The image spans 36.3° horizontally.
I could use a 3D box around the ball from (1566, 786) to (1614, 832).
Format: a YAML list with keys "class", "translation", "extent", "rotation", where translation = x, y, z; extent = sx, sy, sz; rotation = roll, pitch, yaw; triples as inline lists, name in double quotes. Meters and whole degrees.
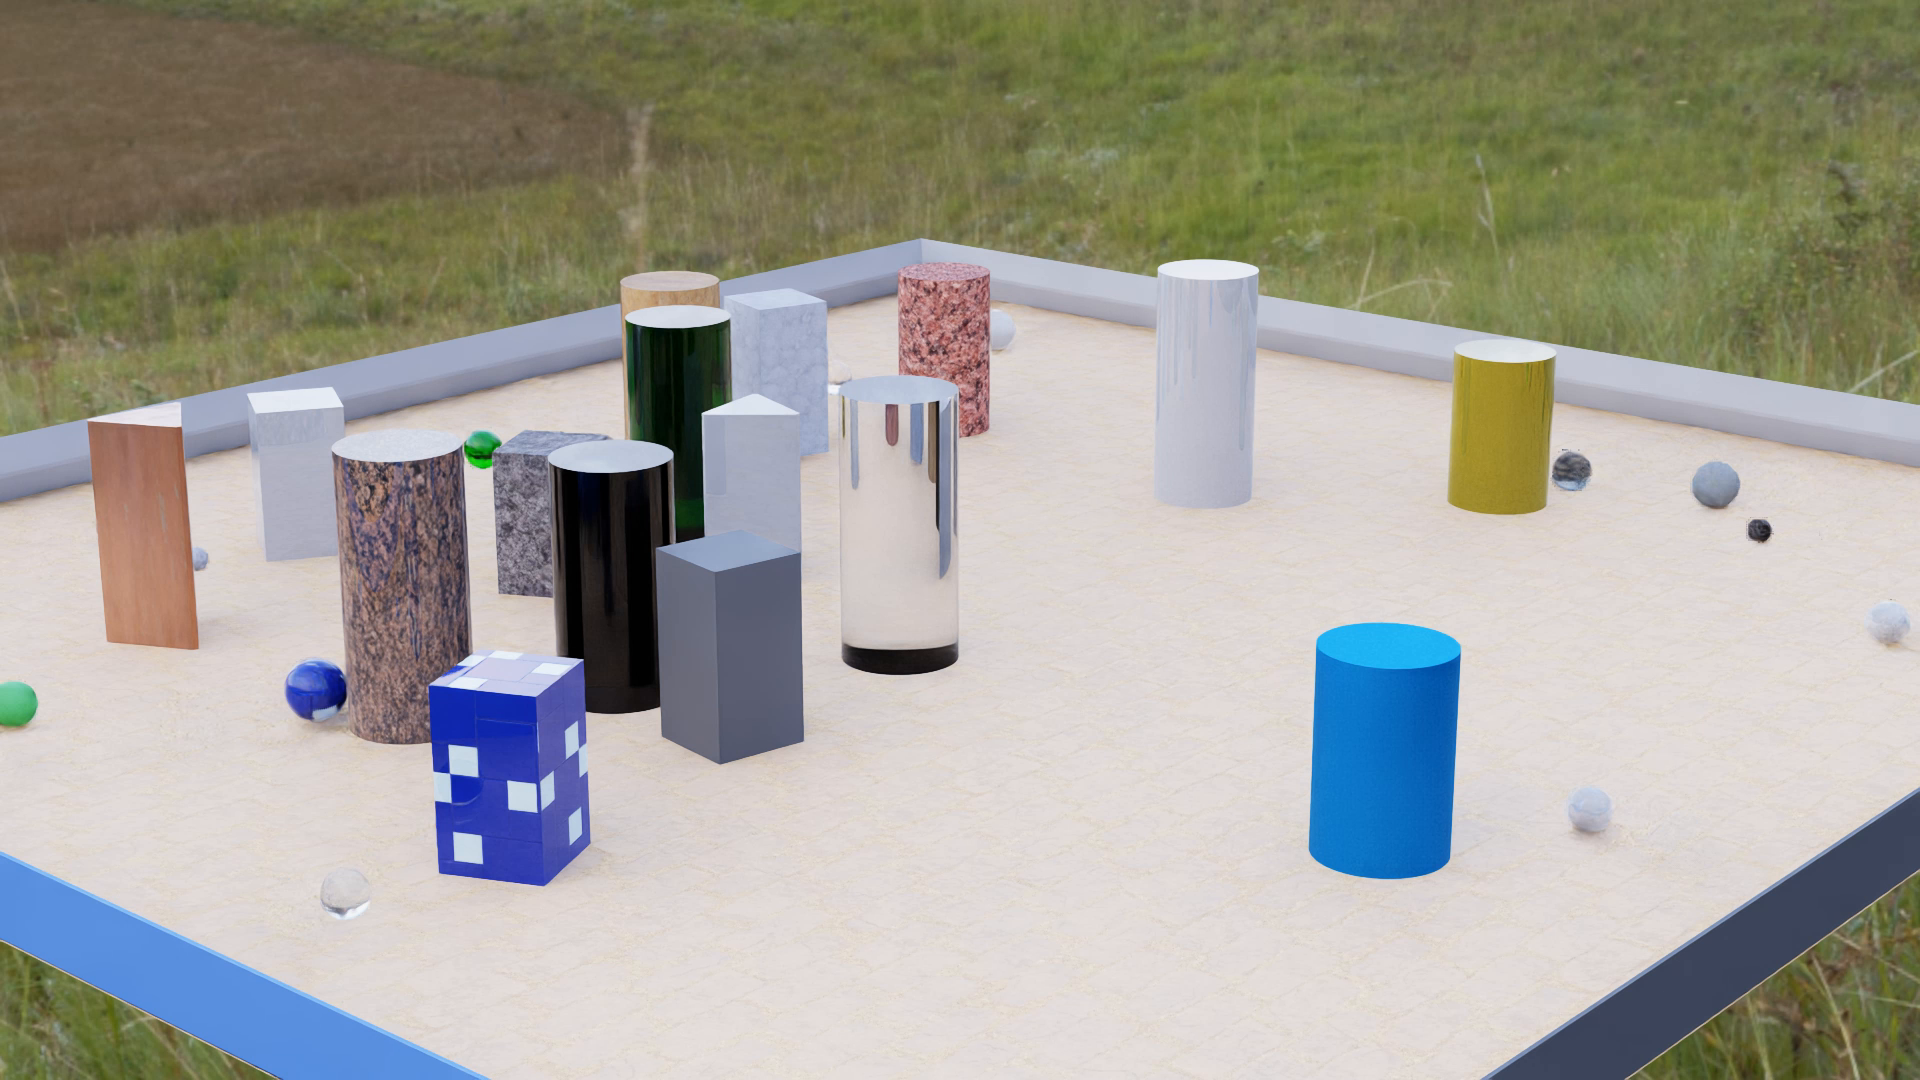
- class: "ball"
  translation: [0.879, 0.376, 4.090]
  extent: [0.064, 0.064, 0.064]
  rotation: [0, 17, 0]

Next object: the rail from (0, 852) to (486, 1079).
- class: "rail"
  translation: [-1.231, 0.441, 3.763]
  extent: [3.568, 0.126, 0.045]
  rotation: [14, 22, 39]

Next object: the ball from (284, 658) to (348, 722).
- class: "ball"
  translation: [-0.987, 0.229, 4.497]
  extent: [0.097, 0.097, 0.097]
  rotation: [0, 17, 0]

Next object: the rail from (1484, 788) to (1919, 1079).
- class: "rail"
  translation: [1.329, 0.365, 4.015]
  extent: [0.045, 0.126, 3.801]
  rotation: [14, 22, 39]

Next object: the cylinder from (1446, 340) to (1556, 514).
- class: "cylinder"
  translation: [1.044, -0.219, 5.655]
  extent: [0.193, 0.299, 0.193]
  rotation: [0, 17, 0]

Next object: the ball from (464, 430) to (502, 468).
- class: "ball"
  translation: [-0.962, -0.184, 5.917]
  extent: [0.079, 0.079, 0.079]
  rotation: [0, 17, 0]

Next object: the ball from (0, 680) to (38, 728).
- class: "ball"
  translation: [-1.450, 0.251, 4.491]
  extent: [0.071, 0.071, 0.071]
  rotation: [0, 17, 0]

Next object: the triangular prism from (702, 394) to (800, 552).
- class: "triangular prism"
  translation: [-0.366, -0.094, 5.228]
  extent: [0.167, 0.306, 0.145]
  rotation: [0, 17, 0]

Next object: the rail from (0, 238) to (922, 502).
- class: "rail"
  translation: [-1.329, -0.302, 6.225]
  extent: [0.045, 0.126, 3.801]
  rotation: [14, 22, 39]

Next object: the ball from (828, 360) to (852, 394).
- class: "ball"
  translation: [-0.278, -0.361, 6.508]
  extent: [0.077, 0.077, 0.077]
  rotation: [0, 17, 0]

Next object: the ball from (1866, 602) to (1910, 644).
- class: "ball"
  translation: [1.543, 0.136, 4.873]
  extent: [0.070, 0.070, 0.070]
  rotation: [0, 17, 0]

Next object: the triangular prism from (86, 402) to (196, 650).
- class: "triangular prism"
  translation: [-1.323, -0.027, 4.878]
  extent: [0.167, 0.380, 0.145]
  rotation: [5, 17, 15]

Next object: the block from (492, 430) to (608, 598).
- class: "block"
  translation: [-0.715, -0.045, 5.151]
  extent: [0.155, 0.257, 0.155]
  rotation: [4, 17, 13]

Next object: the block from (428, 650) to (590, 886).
- class: "block"
  translation: [-0.607, 0.306, 3.966]
  extent: [0.155, 0.269, 0.155]
  rotation: [5, 17, 16]

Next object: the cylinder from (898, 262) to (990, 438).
- class: "cylinder"
  translation: [-0.034, -0.402, 6.196]
  extent: [0.193, 0.336, 0.193]
  rotation: [0, 17, 0]

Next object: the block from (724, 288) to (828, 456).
- class: "block"
  translation: [-0.377, -0.340, 6.025]
  extent: [0.155, 0.317, 0.155]
  rotation: [-10, 20, -31]

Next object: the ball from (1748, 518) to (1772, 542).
- class: "ball"
  translation: [1.481, -0.018, 5.430]
  extent: [0.043, 0.043, 0.043]
  rotation: [0, 17, 0]

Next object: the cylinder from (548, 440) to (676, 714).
- class: "cylinder"
  translation: [-0.540, 0.056, 4.587]
  extent: [0.193, 0.389, 0.193]
  rotation: [0, 17, 0]

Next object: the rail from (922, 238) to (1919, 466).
- class: "rail"
  translation: [1.231, -0.378, 6.477]
  extent: [3.568, 0.126, 0.045]
  rotation: [14, 22, 39]

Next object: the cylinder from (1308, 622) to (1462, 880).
- class: "cylinder"
  translation: [0.576, 0.284, 3.986]
  extent: [0.193, 0.299, 0.193]
  rotation: [0, 17, 0]

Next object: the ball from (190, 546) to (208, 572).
- class: "ball"
  translation: [-1.370, 0.034, 5.253]
  extent: [0.045, 0.045, 0.045]
  rotation: [0, 17, 0]

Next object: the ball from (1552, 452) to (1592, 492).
- class: "ball"
  translation: [1.201, -0.135, 5.758]
  extent: [0.078, 0.078, 0.078]
  rotation: [0, 17, 0]

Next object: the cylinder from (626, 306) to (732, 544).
- class: "cylinder"
  translation: [-0.516, -0.212, 5.431]
  extent: [0.193, 0.414, 0.193]
  rotation: [0, 17, 0]

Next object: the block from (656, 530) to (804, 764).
- class: "block"
  translation: [-0.345, 0.158, 4.403]
  extent: [0.155, 0.299, 0.155]
  rotation: [-13, 21, -37]

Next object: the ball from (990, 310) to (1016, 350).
- class: "ball"
  translation: [0.084, -0.496, 6.924]
  extent: [0.095, 0.095, 0.095]
  rotation: [0, 17, 0]

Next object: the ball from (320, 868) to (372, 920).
- class: "ball"
  translation: [-0.798, 0.460, 3.806]
  extent: [0.067, 0.067, 0.067]
  rotation: [0, 17, 0]

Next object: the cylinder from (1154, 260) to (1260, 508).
- class: "cylinder"
  translation: [0.475, -0.303, 5.672]
  extent: [0.193, 0.448, 0.193]
  rotation: [0, 17, 0]

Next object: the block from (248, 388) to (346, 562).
- class: "block"
  translation: [-1.208, -0.121, 5.366]
  extent: [0.155, 0.278, 0.155]
  rotation: [-6, 18, -18]

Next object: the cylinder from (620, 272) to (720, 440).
- class: "cylinder"
  translation: [-0.568, -0.315, 5.798]
  extent: [0.193, 0.400, 0.193]
  rotation: [0, 17, 0]

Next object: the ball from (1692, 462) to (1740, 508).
- class: "ball"
  translation: [1.455, -0.107, 5.644]
  extent: [0.090, 0.090, 0.090]
  rotation: [0, 17, 0]

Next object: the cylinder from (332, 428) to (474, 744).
- class: "cylinder"
  translation: [-0.842, 0.069, 4.450]
  extent: [0.193, 0.442, 0.193]
  rotation: [0, 17, 0]

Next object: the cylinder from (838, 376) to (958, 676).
- class: "cylinder"
  translation: [-0.098, -0.025, 4.751]
  extent: [0.193, 0.450, 0.193]
  rotation: [0, 17, 0]

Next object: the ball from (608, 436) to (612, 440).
- class: "ball"
  translation: [-0.717, -0.164, 5.820]
  extent: [0.093, 0.093, 0.093]
  rotation: [0, 17, 0]
